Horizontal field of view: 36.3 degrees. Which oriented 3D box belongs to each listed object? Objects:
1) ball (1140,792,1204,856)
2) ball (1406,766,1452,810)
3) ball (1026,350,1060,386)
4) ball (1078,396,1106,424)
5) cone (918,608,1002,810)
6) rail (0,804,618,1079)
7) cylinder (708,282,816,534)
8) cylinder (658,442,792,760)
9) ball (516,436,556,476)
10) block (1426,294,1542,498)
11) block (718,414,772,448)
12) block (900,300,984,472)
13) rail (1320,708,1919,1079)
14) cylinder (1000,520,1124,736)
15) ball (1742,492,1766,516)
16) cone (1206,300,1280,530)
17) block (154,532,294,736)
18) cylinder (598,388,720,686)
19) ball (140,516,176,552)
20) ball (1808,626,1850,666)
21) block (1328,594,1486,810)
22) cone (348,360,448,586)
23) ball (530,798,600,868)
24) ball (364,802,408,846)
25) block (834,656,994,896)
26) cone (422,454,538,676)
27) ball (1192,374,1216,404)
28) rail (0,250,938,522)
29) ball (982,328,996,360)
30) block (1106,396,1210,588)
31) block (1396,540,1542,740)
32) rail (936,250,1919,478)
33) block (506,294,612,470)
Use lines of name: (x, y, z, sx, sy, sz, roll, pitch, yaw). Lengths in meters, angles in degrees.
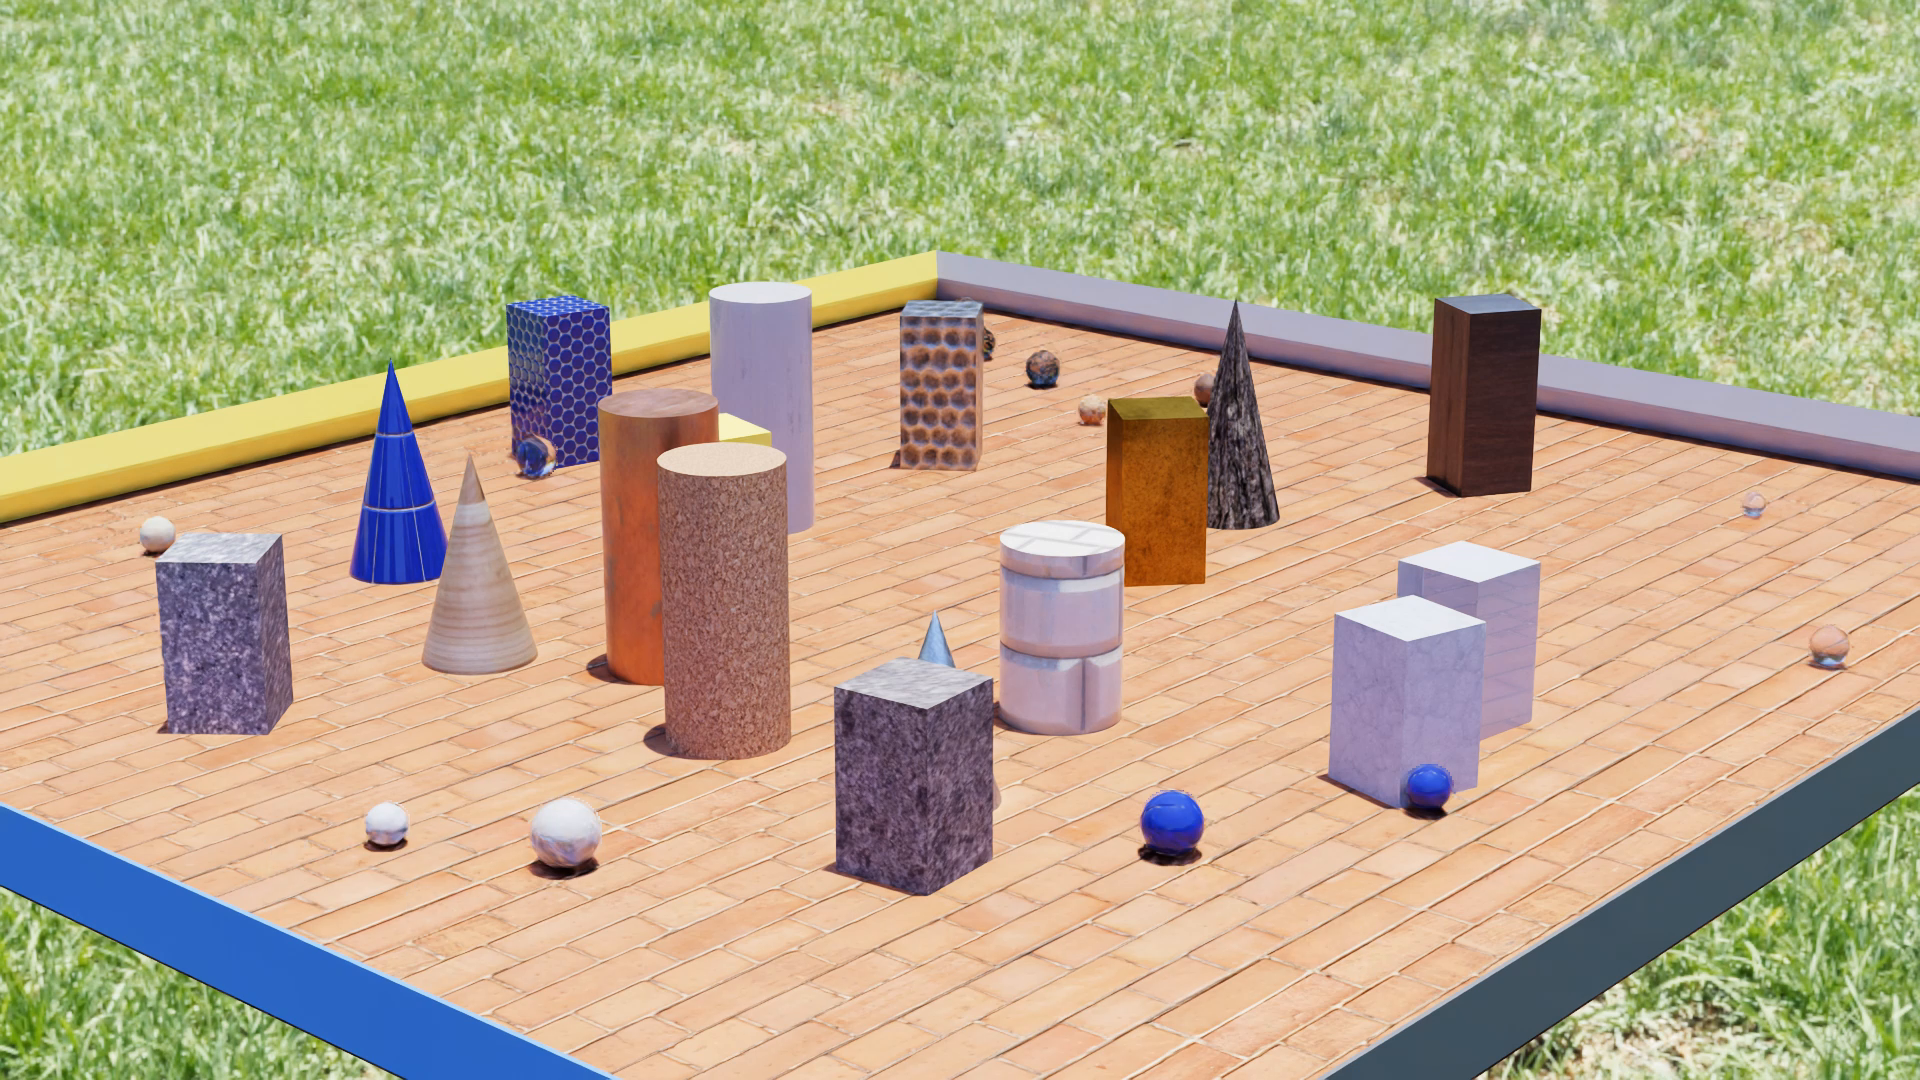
ball: (0.290, 0.388, 4.004, 0.088, 0.088, 0.088, 0, 17, 0)
ball: (0.664, 0.351, 4.149, 0.063, 0.063, 0.063, 0, 17, 0)
ball: (0.187, -0.385, 6.578, 0.079, 0.079, 0.079, 0, 17, 0)
ball: (0.282, -0.279, 6.258, 0.061, 0.061, 0.061, 0, 17, 0)
cone: (-0.035, 0.234, 4.168, 0.190, 0.288, 0.190, 0, 17, 0)
rail: (-1.170, 0.421, 3.831, 3.303, 0.124, 0.045, 14, 22, 39)
cylinder: (-0.369, -0.246, 5.485, 0.190, 0.444, 0.190, 0, 17, 0)
cylinder: (-0.351, 0.090, 4.384, 0.190, 0.438, 0.190, 0, 17, 0)
ball: (-0.847, -0.167, 5.855, 0.081, 0.081, 0.081, 0, 17, 0)
block: (1.026, -0.285, 5.750, 0.152, 0.366, 0.152, -5, 18, -17)
block: (-0.419, -0.025, 4.942, 0.152, 0.336, 0.152, -11, 20, -32)
block: (-0.036, -0.313, 5.931, 0.152, 0.316, 0.152, 2, 17, 5)
rail: (1.229, 0.340, 4.099, 0.045, 0.124, 3.616, 14, 22, 39)
cylinder: (0.156, 0.134, 4.504, 0.190, 0.286, 0.190, 0, 17, 0)
ball: (1.512, -0.068, 5.586, 0.046, 0.046, 0.046, 0, 17, 0)
cone: (0.515, -0.250, 5.532, 0.190, 0.426, 0.190, 0, 17, 0)
block: (-1.125, 0.143, 4.494, 0.152, 0.274, 0.152, 1, 17, 2)
cylinder: (-0.477, -0.006, 4.698, 0.190, 0.441, 0.190, 0, 17, 0)
ball: (-1.466, -0.010, 5.358, 0.066, 0.066, 0.066, 0, 17, 0)
ball: (1.412, 0.172, 4.760, 0.065, 0.065, 0.065, 0, 17, 0)
block: (0.645, 0.232, 4.236, 0.152, 0.252, 0.152, -11, 20, -33)
cone: (-1.001, -0.134, 5.211, 0.190, 0.390, 0.190, 0, 17, 0)
ball: (-0.534, 0.397, 3.963, 0.095, 0.095, 0.095, 0, 17, 0)
ball: (-0.790, 0.392, 4.041, 0.059, 0.059, 0.059, 0, 17, 0)
block: (-0.061, 0.315, 3.943, 0.152, 0.263, 0.152, 12, 20, 33)
cone: (-0.788, 0.024, 4.759, 0.190, 0.349, 0.190, 0, 17, 0)
ball: (0.543, -0.329, 6.416, 0.066, 0.066, 0.066, 0, 17, 0)
rail: (-1.229, -0.278, 6.142, 0.045, 0.124, 3.616, 14, 22, 39)
ball: (0.046, -0.458, 6.826, 0.075, 0.075, 0.075, 0, 17, 0)
block: (0.348, -0.087, 5.203, 0.152, 0.304, 0.152, -2, 17, -7)
block: (0.773, 0.155, 4.483, 0.152, 0.257, 0.152, -15, 22, -40)
rail: (1.170, -0.359, 6.410, 3.303, 0.124, 0.045, 14, 22, 39)
block: (-0.812, -0.322, 5.962, 0.152, 0.315, 0.152, -12, 21, -35)
